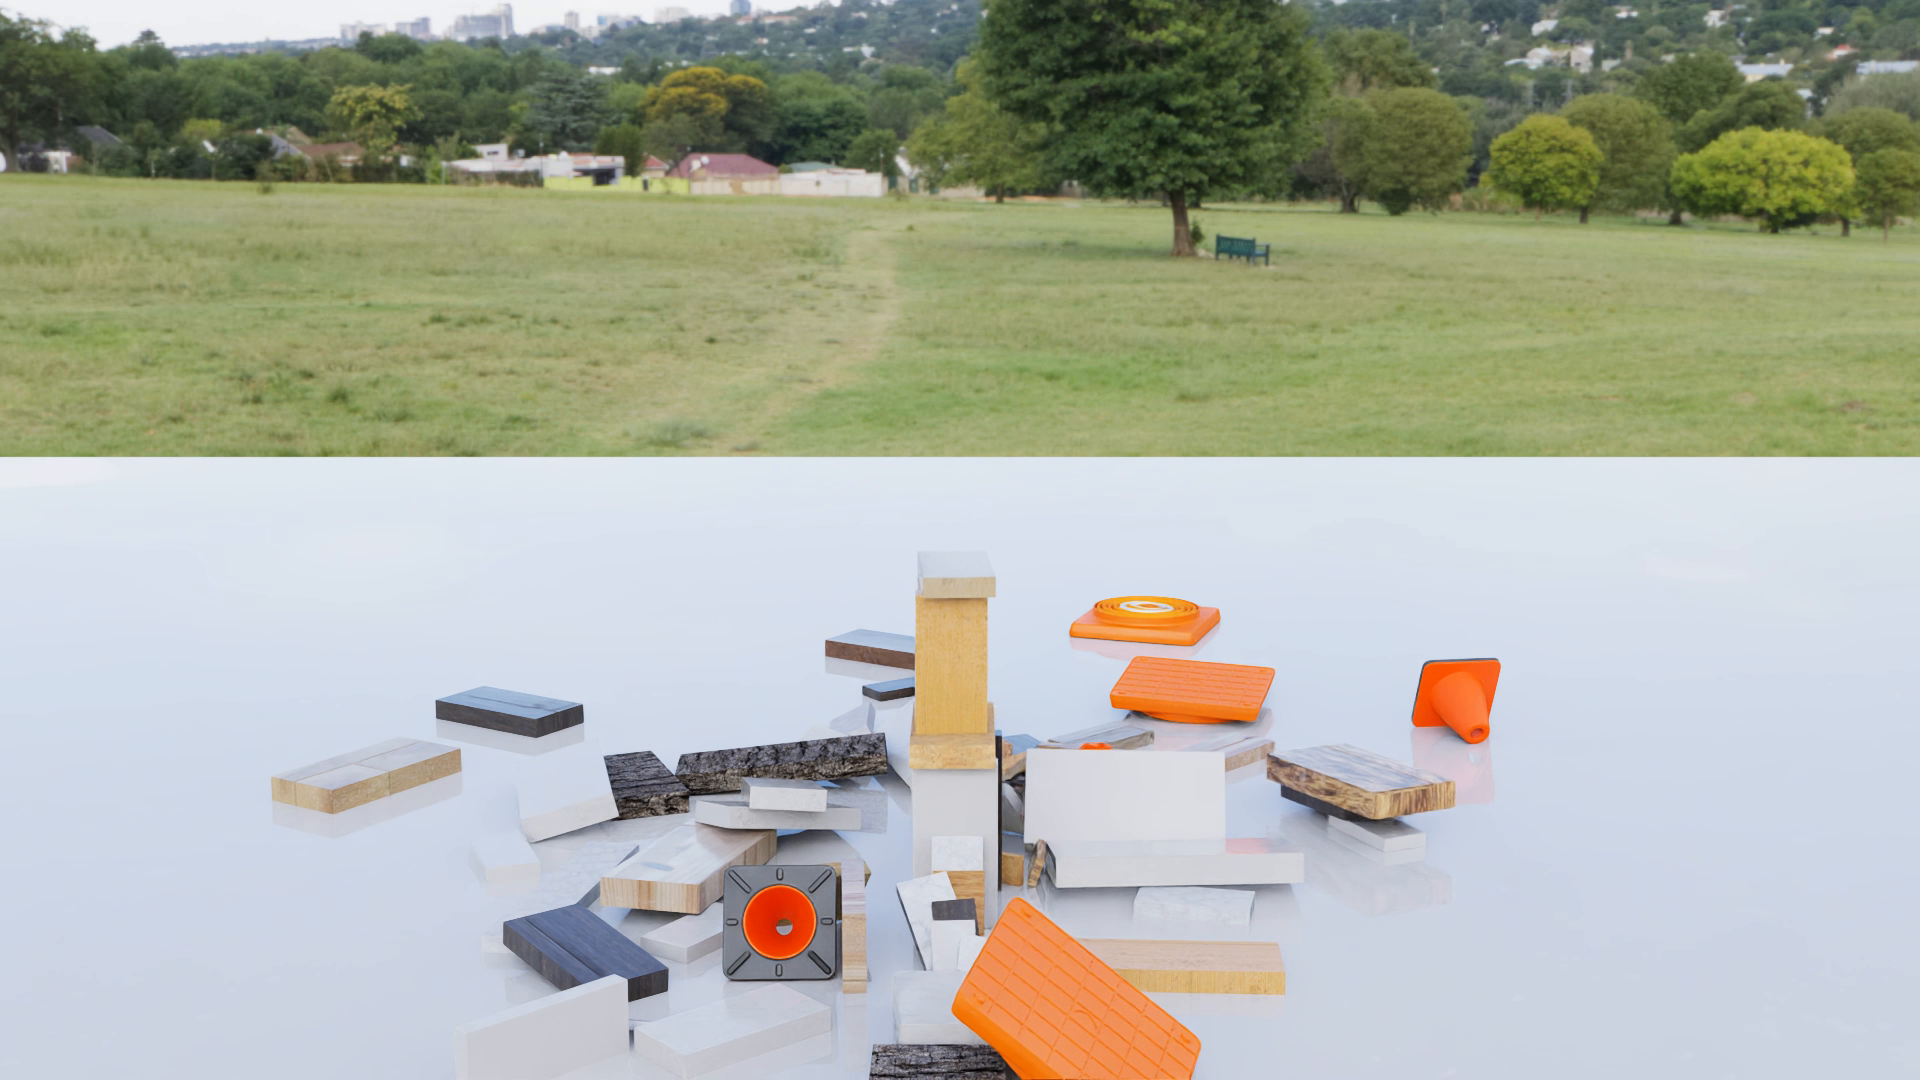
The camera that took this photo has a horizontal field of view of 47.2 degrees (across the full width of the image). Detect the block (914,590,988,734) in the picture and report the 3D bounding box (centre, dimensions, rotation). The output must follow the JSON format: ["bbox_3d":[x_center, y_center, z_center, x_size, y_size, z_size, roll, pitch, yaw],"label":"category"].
[{"bbox_3d":[-0.014,0.194,3.492,0.114,0.228,0.032,-1,12,-3],"label":"block"}]

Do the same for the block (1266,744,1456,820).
[{"bbox_3d":[0.731,0.440,4.038,0.175,0.050,0.350,-5,8,-23],"label":"block"}]

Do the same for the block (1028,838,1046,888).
[{"bbox_3d":[0.131,0.549,3.745,0.014,0.051,0.102,19,11,-1],"label":"block"}]

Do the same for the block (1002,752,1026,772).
[{"bbox_3d":[0.089,0.446,4.316,0.111,0.016,0.055,-16,17,-6],"label":"block"}]

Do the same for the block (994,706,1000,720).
[{"bbox_3d":[-0.001,0.356,4.666,0.095,0.027,0.370,-2,0,-11],"label":"block"}]

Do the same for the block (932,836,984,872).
[{"bbox_3d":[-0.004,0.547,3.460,0.081,0.161,0.023,0,-8,1],"label":"block"}]

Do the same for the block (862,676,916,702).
[{"bbox_3d":[-0.136,0.336,4.975,0.153,0.022,0.076,-7,13,-34],"label":"block"}]

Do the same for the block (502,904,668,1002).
[{"bbox_3d":[-0.564,0.625,3.304,0.132,0.037,0.264,-8,19,-38],"label":"block"}]

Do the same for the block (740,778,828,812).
[{"bbox_3d":[-0.317,0.454,3.930,0.132,0.037,0.286,4,-3,-9],"label":"block"}]

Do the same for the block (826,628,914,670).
[{"bbox_3d":[-0.164,0.265,5.307,0.292,0.041,0.146,7,12,32],"label":"block"}]

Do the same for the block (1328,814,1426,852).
[{"bbox_3d":[0.752,0.521,3.971,0.089,0.025,0.177,-5,11,-23],"label":"block"}]

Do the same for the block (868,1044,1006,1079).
[{"bbox_3d":[-0.029,0.703,2.664,0.170,0.048,0.340,0,11,1],"label":"block"}]

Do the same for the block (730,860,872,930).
[{"bbox_3d":[-0.252,0.562,3.478,0.208,0.104,0.029,0,38,-32],"label":"block"}]

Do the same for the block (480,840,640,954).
[{"bbox_3d":[-0.651,0.585,3.626,0.092,0.026,0.471,2,11,11],"label":"block"}]

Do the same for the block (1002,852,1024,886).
[{"bbox_3d":[0.059,0.553,3.729,0.102,0.051,0.014,6,12,29],"label":"block"}]

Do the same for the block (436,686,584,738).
[{"bbox_3d":[-0.972,0.369,4.743,0.293,0.042,0.147,7,12,32],"label":"block"}]

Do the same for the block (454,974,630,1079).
[{"bbox_3d":[-0.558,0.670,2.952,0.029,0.104,0.258,10,15,44],"label":"block"}]

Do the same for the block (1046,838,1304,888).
[{"bbox_3d":[0.358,0.543,3.708,0.411,0.050,0.175,-1,1,-3],"label":"block"}]

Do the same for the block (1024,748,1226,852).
[{"bbox_3d":[0.291,0.463,3.887,0.350,0.175,0.050,1,-26,4],"label":"block"}]

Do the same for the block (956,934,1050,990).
[{"bbox_3d":[0.063,0.621,3.239,0.132,0.019,0.066,8,42,1],"label":"block"}]

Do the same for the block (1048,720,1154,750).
[{"bbox_3d":[0.291,0.415,4.530,0.210,0.030,0.105,-10,14,-43],"label":"block"}]

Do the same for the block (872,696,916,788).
[{"bbox_3d":[-0.081,0.400,4.355,0.146,0.041,0.314,-40,18,-6],"label":"block"}]

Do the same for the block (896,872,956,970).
[{"bbox_3d":[-0.036,0.586,3.354,0.081,0.023,0.161,-12,49,-13],"label":"block"}]

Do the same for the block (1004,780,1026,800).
[{"bbox_3d":[0.176,0.476,4.152,0.193,0.027,0.096,3,-1,16],"label":"block"}]

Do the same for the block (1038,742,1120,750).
[{"bbox_3d":[0.245,0.443,4.195,0.193,0.096,0.027,4,11,19],"label":"block"}]

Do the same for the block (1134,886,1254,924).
[{"bbox_3d":[0.383,0.593,3.585,0.187,0.025,0.089,2,11,13],"label":"block"}]

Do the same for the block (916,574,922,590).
[{"bbox_3d":[-0.014,0.170,3.625,0.114,0.228,0.032,-1,10,-7],"label":"block"}]

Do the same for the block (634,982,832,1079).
[{"bbox_3d":[-0.316,0.683,3.071,0.247,0.035,0.124,-9,14,-41],"label":"block"}]

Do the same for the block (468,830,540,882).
[{"bbox_3d":[-0.792,0.549,3.819,0.092,0.026,0.184,-4,11,-21],"label":"block"}]

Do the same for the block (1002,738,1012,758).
[{"bbox_3d":[-0.014,0.410,4.471,0.146,0.041,0.292,-2,8,-20],"label":"block"}]

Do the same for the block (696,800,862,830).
[{"bbox_3d":[-0.323,0.490,3.918,0.264,0.037,0.132,5,-4,-33],"label":"block"}]

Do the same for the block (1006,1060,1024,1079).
[{"bbox_3d":[-0.010,0.746,2.698,0.170,0.048,0.491,0,11,2],"label":"block"}]

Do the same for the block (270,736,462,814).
[{"bbox_3d":[-1.149,0.454,4.272,0.167,0.047,0.333,6,12,31],"label":"block"}]

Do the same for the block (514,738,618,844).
[{"bbox_3d":[-0.735,0.462,4.091,0.167,0.047,0.333,-16,16,-10],"label":"block"}]

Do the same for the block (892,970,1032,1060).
[{"bbox_3d":[-0.002,0.652,3.033,0.170,0.048,0.340,0,0,-4],"label":"block"}]

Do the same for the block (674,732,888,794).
[{"bbox_3d":[-0.345,0.435,4.279,0.405,0.042,0.147,-6,11,-1],"label":"block"}]

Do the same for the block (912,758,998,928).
[{"bbox_3d":[-0.007,0.483,3.505,0.135,0.269,0.038,0,9,1],"label":"block"}]

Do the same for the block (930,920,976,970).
[{"bbox_3d":[-0.008,0.622,3.258,0.066,0.019,0.132,-1,43,-4],"label":"block"}]

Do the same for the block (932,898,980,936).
[{"bbox_3d":[-0.004,0.603,3.311,0.066,0.019,0.132,-4,47,-5],"label":"block"}]

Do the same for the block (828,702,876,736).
[{"bbox_3d":[-0.226,0.390,4.562,0.095,0.027,0.190,-27,9,5],"label":"block"}]

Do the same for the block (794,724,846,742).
[{"bbox_3d":[-0.273,0.418,4.441,0.076,0.022,0.153,-40,29,-24],"label":"block"}]

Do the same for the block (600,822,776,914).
[{"bbox_3d":[-0.449,0.546,3.694,0.166,0.047,0.397,2,6,13],"label":"block"}]

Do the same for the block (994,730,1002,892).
[{"bbox_3d":[0.002,0.452,3.675,0.135,0.269,0.038,0,11,0],"label":"block"}]

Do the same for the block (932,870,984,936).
[{"bbox_3d":[-0.003,0.583,3.388,0.081,0.023,0.161,0,48,1],"label":"block"}]

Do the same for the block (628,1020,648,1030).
[{"bbox_3d":[-0.464,0.681,3.092,0.094,0.013,0.047,3,-12,13],"label":"block"}]

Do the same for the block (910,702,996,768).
[{"bbox_3d":[-0.011,0.315,3.569,0.135,0.038,0.269,0,10,0],"label":"block"}]

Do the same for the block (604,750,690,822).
[{"bbox_3d":[-0.627,0.468,4.209,0.147,0.042,0.293,-4,11,-21],"label":"block"}]

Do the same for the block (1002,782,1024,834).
[{"bbox_3d":[0.078,0.476,3.928,0.077,0.022,0.155,11,-30,31],"label":"block"}]

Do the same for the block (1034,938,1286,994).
[{"bbox_3d":[0.297,0.640,3.306,0.371,0.035,0.124,1,11,3],"label":"block"}]

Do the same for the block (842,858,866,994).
[{"bbox_3d":[-0.162,0.586,3.354,0.035,0.124,0.247,-1,11,-3],"label":"block"}]

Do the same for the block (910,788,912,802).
[{"bbox_3d":[-0.006,0.460,4.038,0.096,0.027,0.369,-1,-4,10],"label":"block"}]

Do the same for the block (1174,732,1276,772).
[{"bbox_3d":[0.533,0.431,4.442,0.105,0.030,0.210,10,14,42],"label":"block"}]

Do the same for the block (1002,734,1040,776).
[{"bbox_3d":[0.133,0.433,4.442,0.095,0.027,0.190,-5,11,-23],"label":"block"}]

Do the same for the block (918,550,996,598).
[{"bbox_3d":[-0.007,0.054,3.530,0.114,0.032,0.228,-1,10,-3],"label":"block"}]

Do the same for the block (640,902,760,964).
[{"bbox_3d":[-0.406,0.616,3.455,0.092,0.026,0.184,7,12,32],"label":"block"}]

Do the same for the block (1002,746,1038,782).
[{"bbox_3d":[0.109,0.440,4.244,0.111,0.016,0.055,-40,-4,20],"label":"block"}]

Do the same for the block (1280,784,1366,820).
[{"bbox_3d":[0.696,0.476,4.074,0.105,0.030,0.210,-5,8,-25],"label":"block"}]
